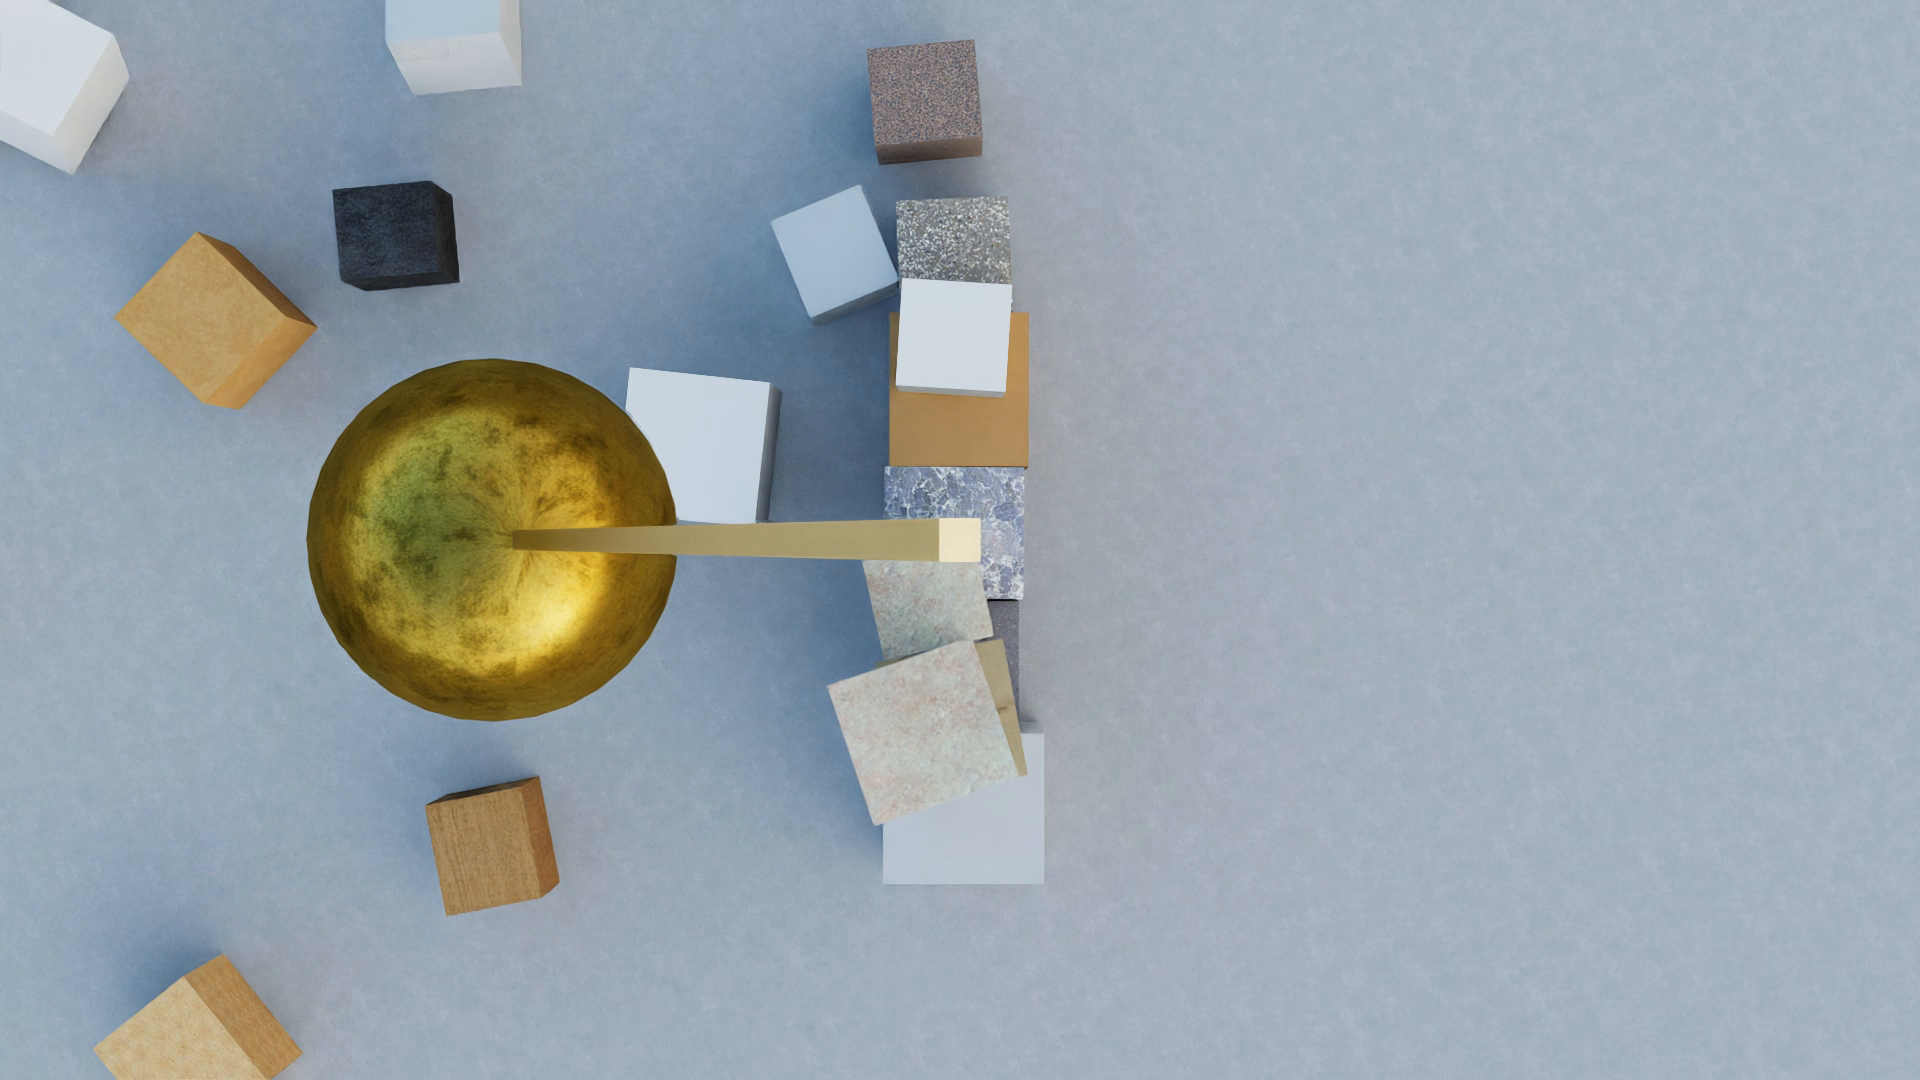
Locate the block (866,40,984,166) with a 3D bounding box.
[{"bbox_3d":[-0.198,-2.515,12.679,0.610,0.642,0.546,-5,90,0],"label":"block"}]

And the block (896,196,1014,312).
[{"bbox_3d":[-0.032,-1.603,12.691,0.632,0.619,0.642,-3,90,0],"label":"block"}]

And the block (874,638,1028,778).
[{"bbox_3d":[-0.046,0.954,11.850,0.684,0.693,0.726,-10,87,-1],"label":"block"}]

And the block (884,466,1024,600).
[{"bbox_3d":[-0.033,-0.040,12.584,0.772,0.831,0.729,0,90,0],"label":"block"}]

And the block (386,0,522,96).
[{"bbox_3d":[-2.902,-3.017,12.623,0.636,0.577,0.653,-6,71,0],"label":"block"}]

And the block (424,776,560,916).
[{"bbox_3d":[-2.697,1.763,12.721,0.553,0.557,0.641,-11,90,0],"label":"block"}]

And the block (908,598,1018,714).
[{"bbox_3d":[0.009,0.706,12.713,0.647,0.574,0.718,0,90,0],"label":"block"}]

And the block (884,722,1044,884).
[{"bbox_3d":[0.019,1.490,12.595,0.892,0.809,0.834,0,90,0],"label":"block"}]

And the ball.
[{"bbox_3d":[-2.044,0.000,9.677,1.600,1.600,1.600,0,90,0],"label":"ball"}]

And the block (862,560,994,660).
[{"bbox_3d":[-0.169,0.281,11.840,0.587,0.651,0.543,-13,94,1],"label":"block"}]

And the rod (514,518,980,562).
[{"bbox_3d":[-0.886,0.000,6.480,0.080,5.200,0.080,0,90,-20],"label":"rod"}]

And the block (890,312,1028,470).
[{"bbox_3d":[-0.005,-0.834,12.590,0.771,0.821,0.854,0,90,0],"label":"block"}]

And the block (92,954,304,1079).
[{"bbox_3d":[-4.371,2.943,12.662,0.652,0.676,0.758,-39,90,0],"label":"block"}]

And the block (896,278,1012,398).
[{"bbox_3d":[-0.032,-1.089,11.929,0.584,0.502,0.569,4,90,0],"label":"block"}]

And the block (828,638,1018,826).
[{"bbox_3d":[-0.180,0.949,11.065,0.738,0.877,0.713,-19,87,-1],"label":"block"}]

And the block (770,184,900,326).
[{"bbox_3d":[-0.711,-1.636,12.729,0.551,0.538,0.592,-22,90,0],"label":"block"}]

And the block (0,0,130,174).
[{"bbox_3d":[-5.305,-2.653,12.543,0.763,0.673,0.684,26,76,-7],"label":"block"}]

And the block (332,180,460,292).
[{"bbox_3d":[-3.257,-1.754,12.733,0.559,0.535,0.518,-5,90,0],"label":"block"}]

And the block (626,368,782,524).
[{"bbox_3d":[-1.483,-0.512,12.587,0.779,0.826,0.808,6,90,0],"label":"block"}]

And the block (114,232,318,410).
[{"bbox_3d":[-4.276,-1.254,12.684,0.697,0.631,0.674,44,90,0],"label":"block"}]
